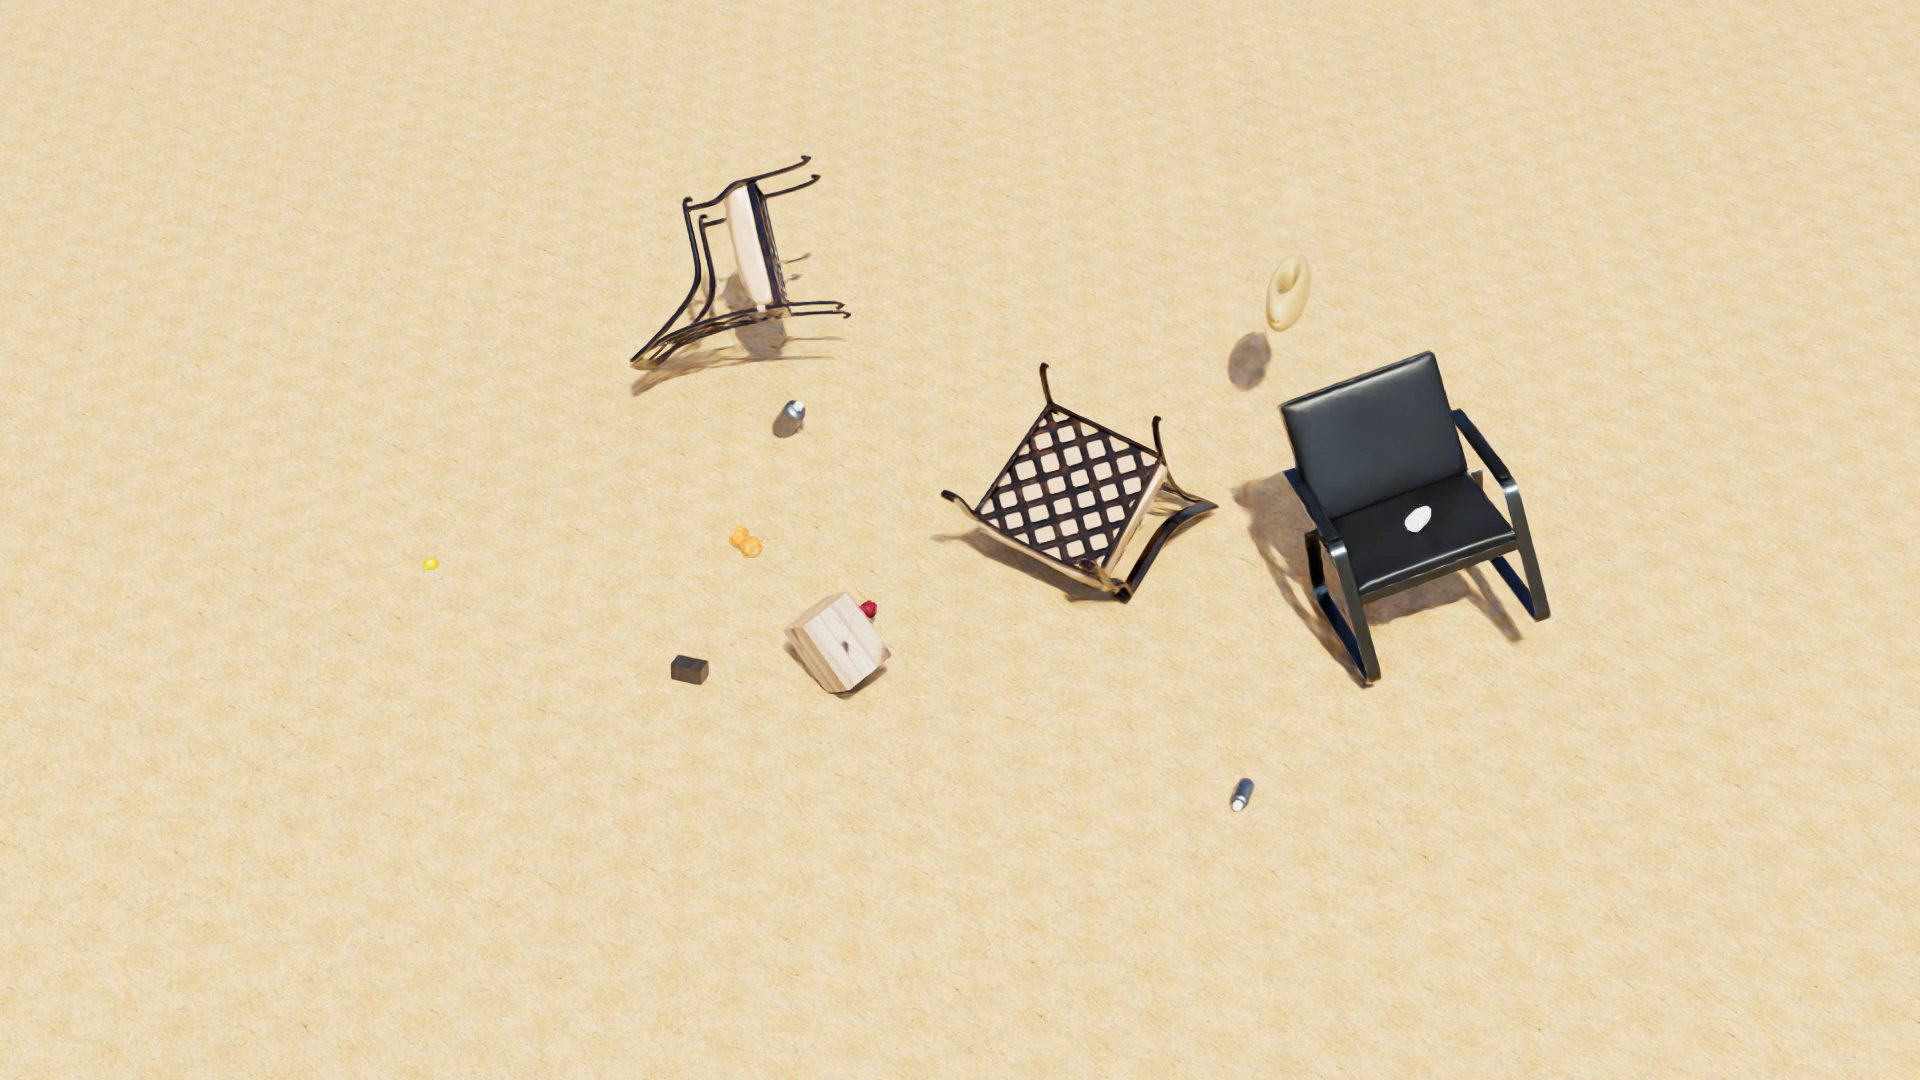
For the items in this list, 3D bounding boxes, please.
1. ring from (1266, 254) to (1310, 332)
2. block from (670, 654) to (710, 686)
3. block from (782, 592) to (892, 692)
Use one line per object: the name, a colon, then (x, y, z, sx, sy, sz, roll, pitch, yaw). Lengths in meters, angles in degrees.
ring: (1.259, -0.951, 11.249, 0.150, 0.147, 0.435, 6, 39, 18)
block: (-0.941, 0.452, 10.202, 0.116, 0.061, 0.067, 11, 35, 17)
block: (-0.420, 0.350, 10.053, 0.206, 0.269, 0.227, -38, 10, -19)
